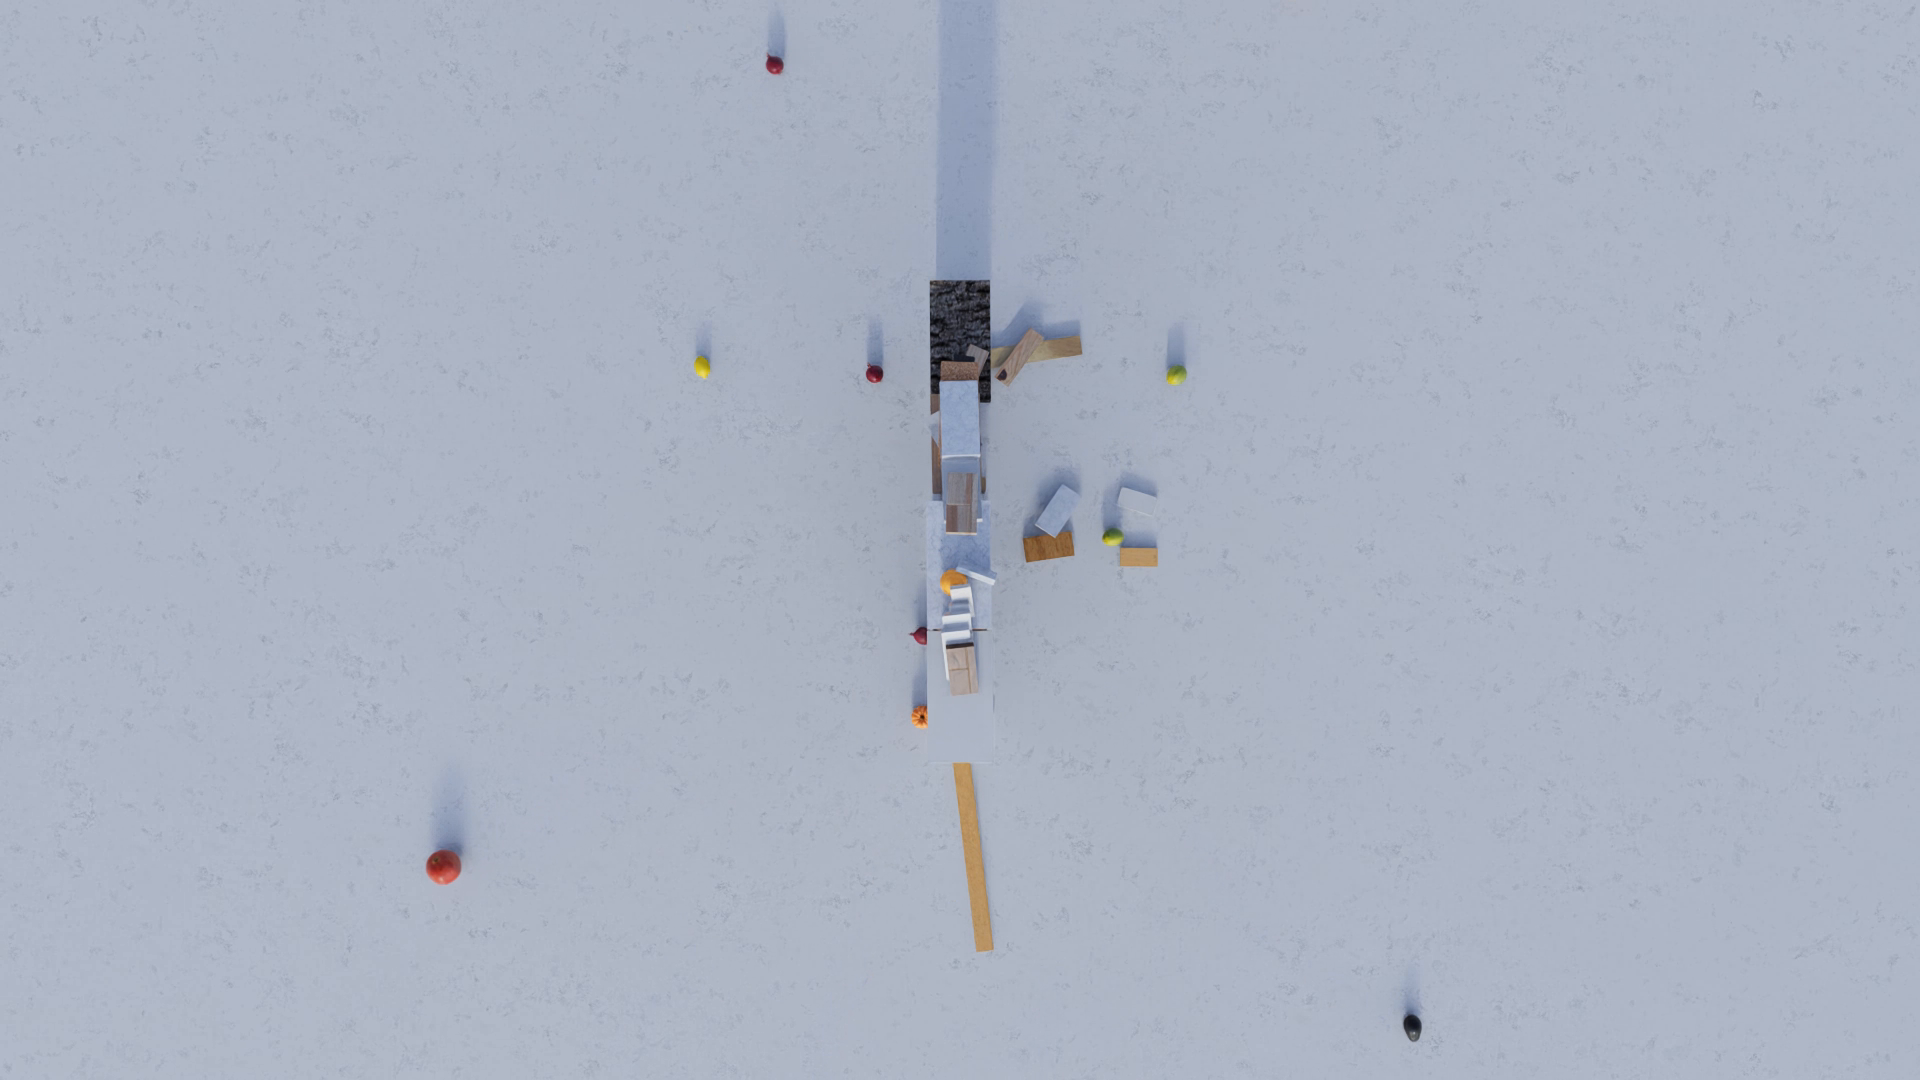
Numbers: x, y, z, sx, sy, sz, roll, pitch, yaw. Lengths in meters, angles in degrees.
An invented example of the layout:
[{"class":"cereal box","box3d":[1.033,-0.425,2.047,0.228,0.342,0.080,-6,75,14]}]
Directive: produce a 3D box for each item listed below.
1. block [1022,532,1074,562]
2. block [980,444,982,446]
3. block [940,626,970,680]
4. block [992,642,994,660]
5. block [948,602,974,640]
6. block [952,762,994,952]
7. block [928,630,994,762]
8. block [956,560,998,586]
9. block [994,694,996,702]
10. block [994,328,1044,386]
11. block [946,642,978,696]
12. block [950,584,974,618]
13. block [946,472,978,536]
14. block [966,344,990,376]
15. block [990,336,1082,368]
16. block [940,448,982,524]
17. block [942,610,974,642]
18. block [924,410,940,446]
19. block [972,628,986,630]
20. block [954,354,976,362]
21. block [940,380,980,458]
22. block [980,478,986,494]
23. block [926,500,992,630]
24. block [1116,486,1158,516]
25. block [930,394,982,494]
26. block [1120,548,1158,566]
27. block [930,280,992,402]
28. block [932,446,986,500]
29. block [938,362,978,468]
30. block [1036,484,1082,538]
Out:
[{"class":"block","box3d":[0.295,0.023,5.489,0.162,0.023,0.081,-8,90,0]},{"class":"block","box3d":[-0.002,-0.156,5.189,0.145,0.041,0.291,-1,90,0]},{"class":"block","box3d":[-0.006,0.298,4.349,0.074,0.021,0.148,-6,119,0]},{"class":"block","box3d":[0.002,0.302,4.619,0.175,0.350,0.050,1,90,0]},{"class":"block","box3d":[0.003,0.219,4.354,0.054,0.015,0.124,-6,123,0]},{"class":"block","box3d":[0.044,1.051,5.492,0.059,0.017,0.639,-7,90,0]},{"class":"block","box3d":[0.001,0.418,4.419,0.175,0.050,0.350,0,90,0]},{"class":"block","box3d":[0.043,0.085,4.350,0.107,0.054,0.015,20,111,0]},{"class":"block","box3d":[0.004,0.486,4.711,0.175,0.534,0.050,3,80,0]},{"class":"block","box3d":[0.196,-0.606,5.474,0.057,0.016,0.203,36,90,0]},{"class":"block","box3d":[0.006,0.341,4.349,0.074,0.021,0.148,-6,119,0]},{"class":"block","box3d":[0.006,0.162,4.337,0.054,0.015,0.107,-8,130,0]},{"class":"block","box3d":[0.005,-0.095,4.334,0.081,0.023,0.162,1,76,0]},{"class":"block","box3d":[0.032,-0.475,4.540,0.057,0.016,0.114,23,90,0]},{"class":"block","box3d":[0.225,-0.622,5.491,0.359,0.018,0.064,-8,90,0]},{"class":"block","box3d":[0.003,-0.148,4.374,0.101,0.029,0.203,-3,76,-1]},{"class":"block","box3d":[-0.004,0.255,4.349,0.074,0.021,0.148,-6,119,0]},{"class":"block","box3d":[-0.043,-0.285,4.450,0.062,0.018,0.124,-30,90,0]},{"class":"block","box3d":[0.002,0.185,4.814,0.142,0.040,0.284,0,90,0]},{"class":"block","box3d":[0.005,-0.441,4.452,0.057,0.016,0.114,8,88,0]},{"class":"block","box3d":[-0.001,-0.321,4.381,0.101,0.029,0.203,-2,80,-1]},{"class":"block","box3d":[0.003,-0.153,4.632,0.134,0.268,0.038,0,90,0]},{"class":"block","box3d":[-0.003,0.066,4.402,0.170,0.048,0.340,0,90,0]},{"class":"block","box3d":[0.590,-0.129,5.491,0.124,0.018,0.062,17,90,0]},{"class":"block","box3d":[-0.011,-0.261,4.478,0.134,0.038,0.268,-1,90,0]},{"class":"block","box3d":[0.595,0.058,5.491,0.124,0.018,0.062,1,90,0]},{"class":"block","box3d":[0.001,-0.549,4.572,0.167,0.047,0.335,0,90,0]},{"class":"block","box3d":[-0.002,-0.119,4.788,0.154,0.044,0.309,0,90,0]},{"class":"block","box3d":[-0.004,-0.334,4.427,0.101,0.029,0.285,2,90,-1]},{"class":"block","box3d":[0.328,-0.096,5.476,0.081,0.023,0.162,34,84,6]}]
